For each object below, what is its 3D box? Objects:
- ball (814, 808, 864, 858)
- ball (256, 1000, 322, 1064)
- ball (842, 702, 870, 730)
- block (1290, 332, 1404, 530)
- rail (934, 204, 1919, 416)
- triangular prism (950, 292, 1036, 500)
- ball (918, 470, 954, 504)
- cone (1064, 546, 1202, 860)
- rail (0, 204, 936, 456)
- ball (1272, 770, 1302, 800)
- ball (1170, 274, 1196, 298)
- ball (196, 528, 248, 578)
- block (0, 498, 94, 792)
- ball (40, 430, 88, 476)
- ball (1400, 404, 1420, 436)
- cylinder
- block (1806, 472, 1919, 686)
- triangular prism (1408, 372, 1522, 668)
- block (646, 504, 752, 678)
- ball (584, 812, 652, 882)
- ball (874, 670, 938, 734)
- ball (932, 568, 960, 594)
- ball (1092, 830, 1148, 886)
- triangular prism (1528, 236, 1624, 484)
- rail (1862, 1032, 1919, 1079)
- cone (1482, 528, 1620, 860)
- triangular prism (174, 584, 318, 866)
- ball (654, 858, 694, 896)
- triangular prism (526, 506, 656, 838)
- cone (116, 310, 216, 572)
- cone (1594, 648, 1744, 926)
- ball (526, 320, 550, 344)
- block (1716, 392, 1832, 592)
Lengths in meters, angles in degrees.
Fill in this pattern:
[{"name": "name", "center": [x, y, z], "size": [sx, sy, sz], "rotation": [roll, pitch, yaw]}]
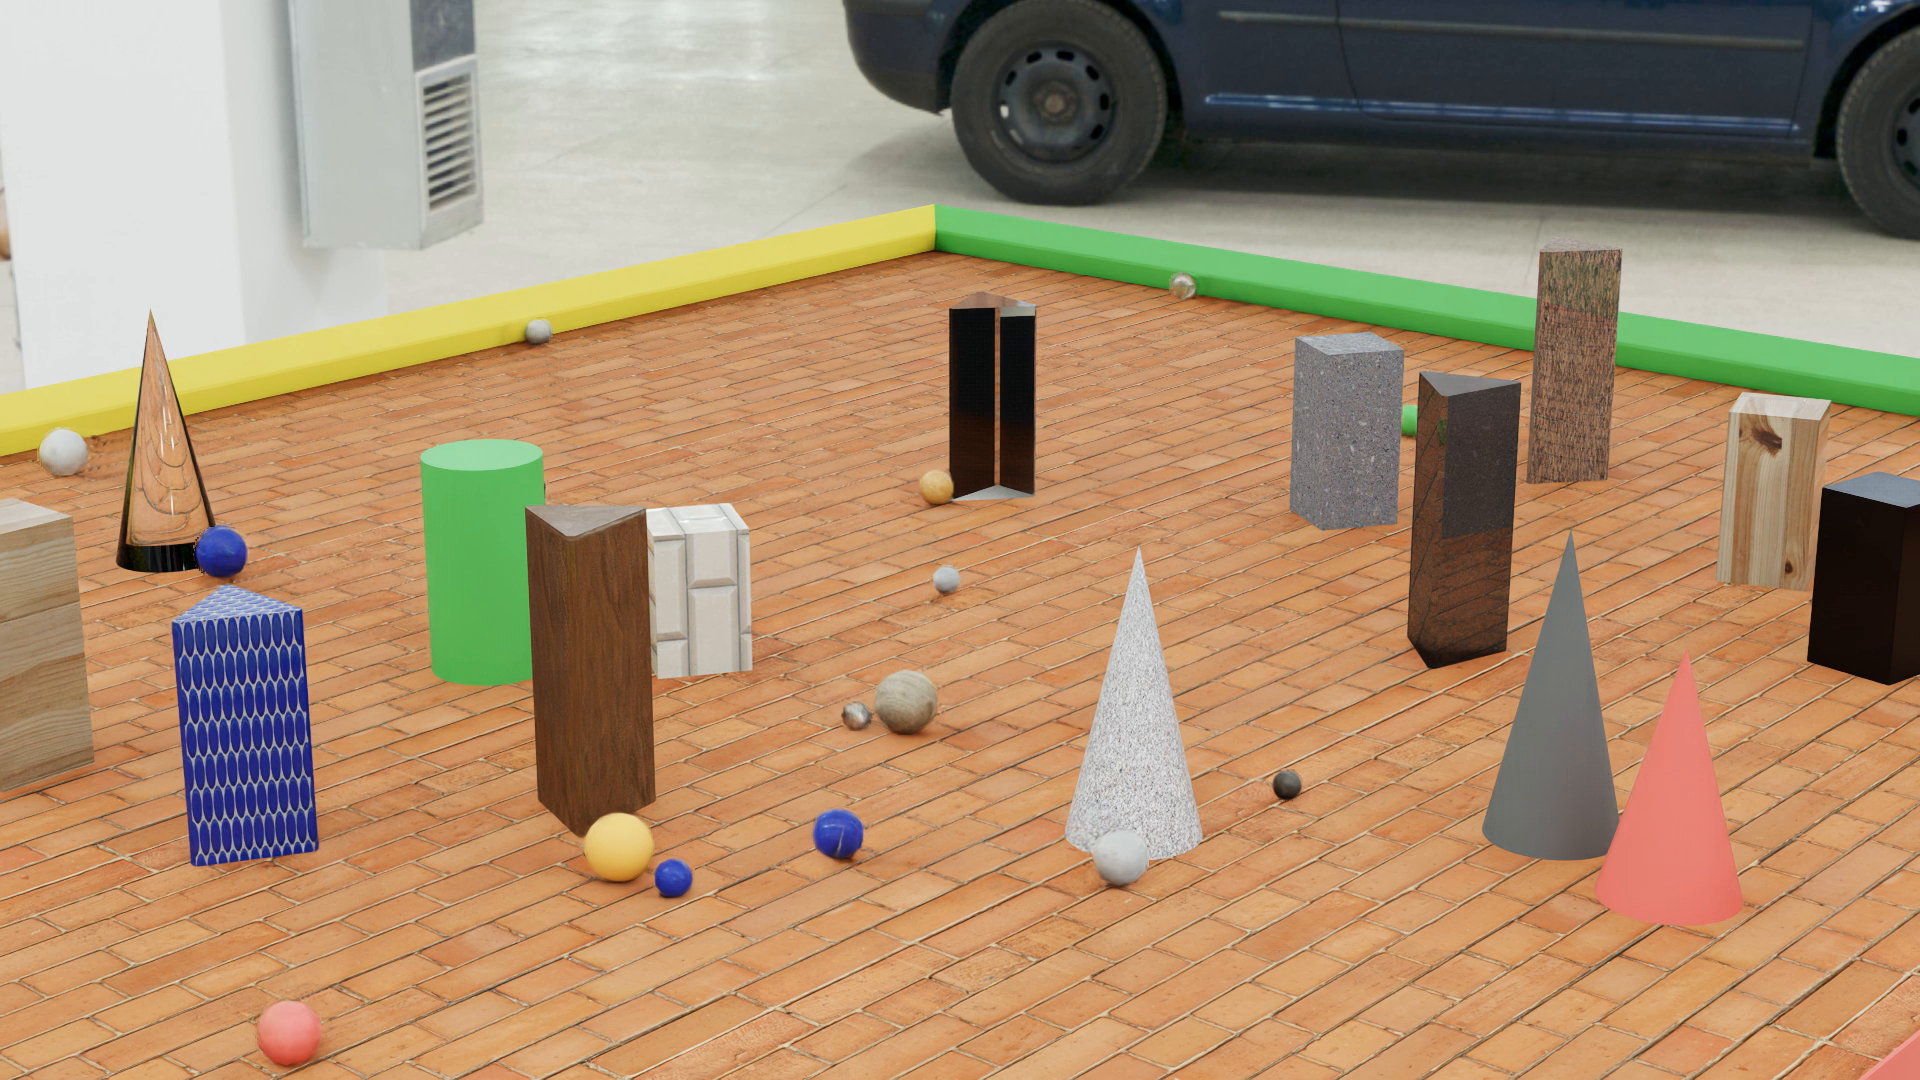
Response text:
[{"name": "ball", "center": [-0.165, 0.400, 3.999], "size": [0.069, 0.069, 0.069], "rotation": [0, 17, 0]}, {"name": "ball", "center": [-0.782, 0.574, 3.416], "size": [0.074, 0.074, 0.074], "rotation": [0, 17, 0]}, {"name": "ball", "center": [-0.158, 0.268, 4.481], "size": [0.044, 0.044, 0.044], "rotation": [0, 17, 0]}, {"name": "block", "center": [0.730, -0.207, 5.546], "size": [0.154, 0.338, 0.154], "rotation": [-5, 17, -16]}, {"name": "rail", "center": [1.489, -0.464, 6.762], "size": [4.173, 0.125, 0.045], "rotation": [14, 22, 39]}, {"name": "triangular prism", "center": [0.051, -0.283, 5.725], "size": [0.167, 0.381, 0.145], "rotation": [-3, 17, -10]}, {"name": "ball", "center": [-0.047, -0.102, 5.667], "size": [0.067, 0.067, 0.067], "rotation": [0, 17, 0]}, {"name": "cone", "center": [0.242, 0.208, 4.029], "size": [0.193, 0.421, 0.193], "rotation": [0, 17, 0]}, {"name": "rail", "center": [-1.558, -0.359, 6.415], "size": [0.045, 0.125, 4.589], "rotation": [14, 22, 39]}, {"name": "ball", "center": [0.469, 0.352, 4.207], "size": [0.042, 0.042, 0.042], "rotation": [0, 17, 0]}, {"name": "ball", "center": [0.570, -0.648, 7.480], "size": [0.065, 0.065, 0.065], "rotation": [0, 17, 0]}, {"name": "ball", "center": [-1.312, 0.023, 5.211], "size": [0.090, 0.090, 0.090], "rotation": [0, 17, 0]}, {"name": "block", "center": [-1.391, 0.151, 4.283], "size": [0.154, 0.382, 0.154], "rotation": [14, 21, 38]}, {"name": "ball", "center": [-1.791, -0.174, 5.859], "size": [0.094, 0.094, 0.094], "rotation": [0, 17, 0]}, {"name": "ball", "center": [0.946, -0.251, 6.162], "size": [0.067, 0.067, 0.067], "rotation": [0, 17, 0]}, {"name": "cylinder", "center": [-0.761, 0.034, 4.716], "size": [0.193, 0.356, 0.193], "rotation": [0, 17, 0]}, {"name": "block", "center": [1.491, 0.060, 4.735], "size": [0.154, 0.295, 0.154], "rotation": [-13, 21, -38]}, {"name": "triangular prism", "center": [0.792, -0.040, 4.789], "size": [0.167, 0.455, 0.145], "rotation": [-11, 20, -32]}, {"name": "block", "center": [-0.432, 0.081, 4.762], "size": [0.154, 0.239, 0.154], "rotation": [-5, 17, -15]}, {"name": "ball", "center": [-0.457, 0.411, 3.924], "size": [0.092, 0.092, 0.092], "rotation": [0, 17, 0]}, {"name": "ball", "center": [-0.081, 0.246, 4.464], "size": [0.096, 0.096, 0.096], "rotation": [0, 17, 0]}, {"name": "ball", "center": [-0.025, 0.071, 5.128], "size": [0.047, 0.047, 0.047], "rotation": [0, 17, 0]}, {"name": "ball", "center": [0.214, 0.424, 3.914], "size": [0.074, 0.074, 0.074], "rotation": [0, 17, 0]}, {"name": "triangular prism", "center": [1.196, -0.360, 5.830], "size": [0.167, 0.466, 0.145], "rotation": [-3, 17, -9]}, {"name": "rail", "center": [1.558, 0.422, 3.826], "size": [0.045, 0.125, 4.589], "rotation": [14, 22, 39]}, {"name": "cone", "center": [0.826, 0.196, 4.024], "size": [0.193, 0.445, 0.193], "rotation": [0, 17, 0]}, {"name": "triangular prism", "center": [-0.986, 0.248, 4.020], "size": [0.167, 0.348, 0.145], "rotation": [-6, 18, -18]}, {"name": "ball", "center": [-0.378, 0.446, 3.878], "size": [0.051, 0.051, 0.051], "rotation": [0, 17, 0]}, {"name": "triangular prism", "center": [-0.543, 0.173, 4.113], "size": [0.145, 0.438, 0.167], "rotation": [10, 19, 30]}, {"name": "cone", "center": [-1.438, -0.192, 5.275], "size": [0.193, 0.465, 0.193], "rotation": [0, 17, 0]}, {"name": "cone", "center": [0.938, 0.304, 3.834], "size": [0.193, 0.348, 0.193], "rotation": [0, 17, 0]}, {"name": "ball", "center": [-1.005, -0.495, 6.979], "size": [0.060, 0.060, 0.060], "rotation": [0, 17, 0]}, {"name": "block", "center": [1.442, -0.087, 5.197], "size": [0.154, 0.310, 0.154], "rotation": [7, 18, 22]}]
